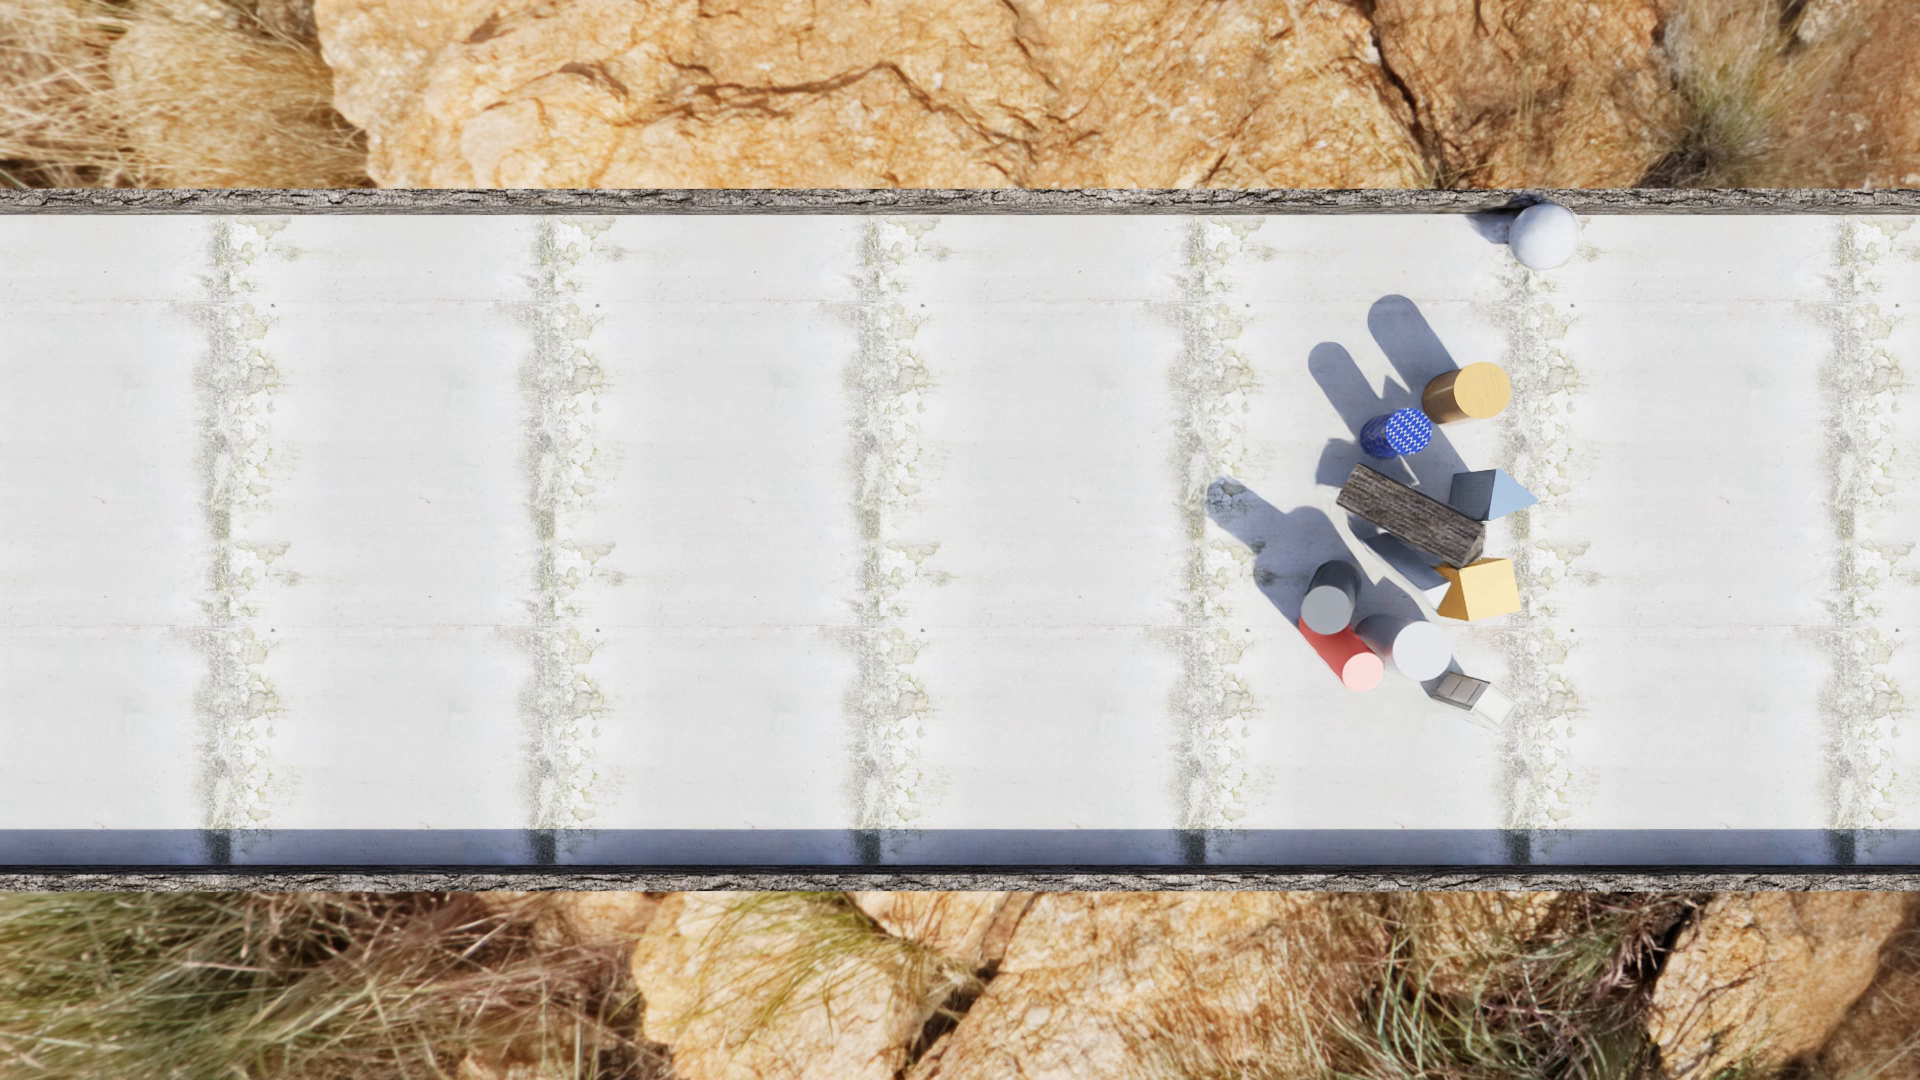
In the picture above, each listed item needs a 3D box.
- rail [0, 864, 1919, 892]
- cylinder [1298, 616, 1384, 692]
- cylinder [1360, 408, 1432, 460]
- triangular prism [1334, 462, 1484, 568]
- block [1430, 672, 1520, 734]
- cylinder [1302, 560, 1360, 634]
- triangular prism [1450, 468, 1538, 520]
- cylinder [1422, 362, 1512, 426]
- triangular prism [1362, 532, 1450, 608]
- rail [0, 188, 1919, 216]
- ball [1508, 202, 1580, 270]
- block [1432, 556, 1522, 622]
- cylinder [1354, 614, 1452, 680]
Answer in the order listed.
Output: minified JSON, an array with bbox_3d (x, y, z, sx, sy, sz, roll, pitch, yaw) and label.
[{"bbox_3d":[-2.247,1.025,5.001,12.000,0.150,0.050,0,90,0],"label":"rail"},{"bbox_3d":[1.124,0.316,4.883,0.123,0.369,0.123,-3,110,-8],"label":"cylinder"},{"bbox_3d":[1.296,-0.314,4.920,0.133,0.313,0.133,0,90,0],"label":"cylinder"},{"bbox_3d":[1.343,-0.087,4.886,0.429,0.142,0.123,32,128,31],"label":"triangular prism"},{"bbox_3d":[1.519,0.476,4.877,0.104,0.398,0.104,36,90,0],"label":"block"},{"bbox_3d":[1.094,0.164,4.852,0.140,0.427,0.140,3,100,16],"label":"cylinder"},{"bbox_3d":[1.545,-0.144,4.872,0.150,0.410,0.130,-21,90,0],"label":"triangular prism"},{"bbox_3d":[1.504,-0.431,4.912,0.165,0.329,0.165,0,90,0],"label":"cylinder"},{"bbox_3d":[1.338,0.076,4.923,0.079,0.312,0.091,-42,128,3],"label":"triangular prism"},{"bbox_3d":[-2.247,-1.025,5.002,12.000,0.150,0.050,0,90,0],"label":"rail"},{"bbox_3d":[1.736,-0.902,4.903,0.198,0.198,0.198,0,90,0],"label":"ball"},{"bbox_3d":[1.533,0.144,4.922,0.154,0.308,0.154,-12,90,0],"label":"block"},{"bbox_3d":[1.294,0.311,4.850,0.166,0.451,0.166,0,90,-1],"label":"cylinder"}]
